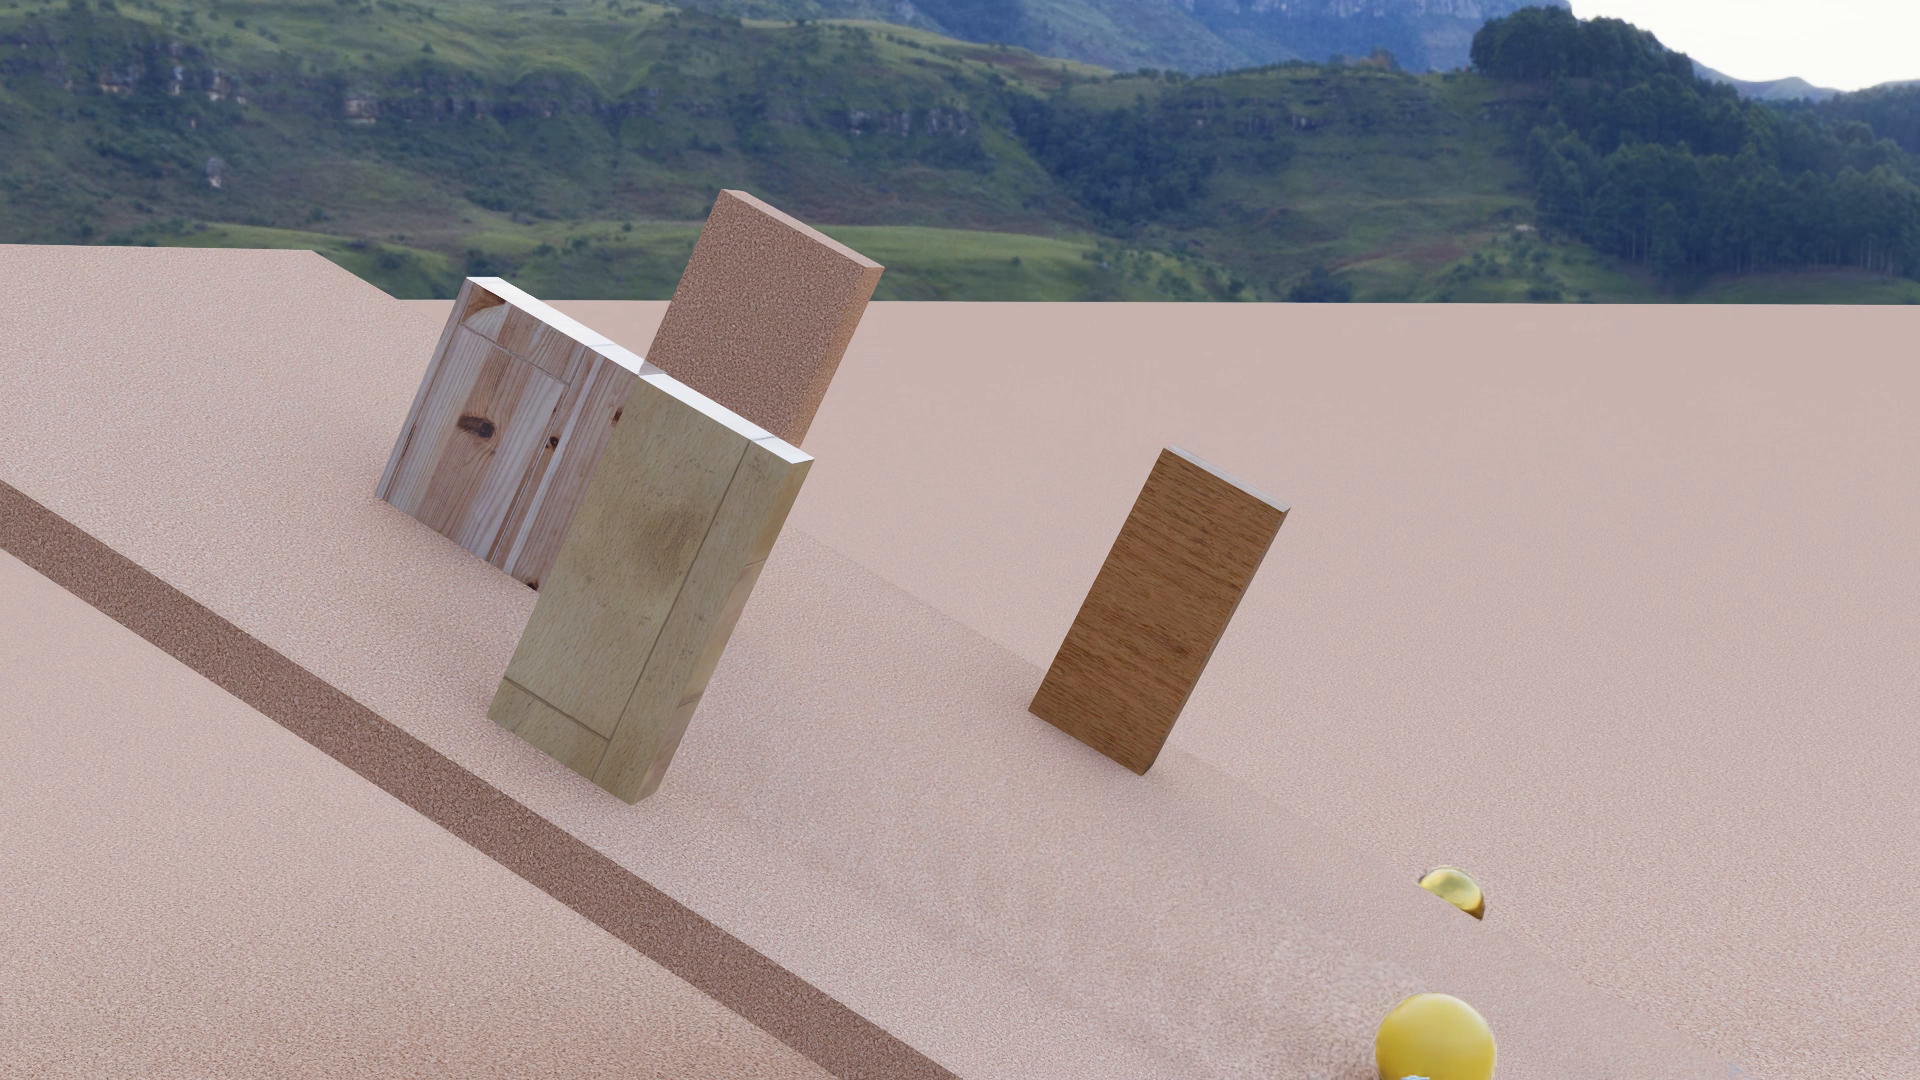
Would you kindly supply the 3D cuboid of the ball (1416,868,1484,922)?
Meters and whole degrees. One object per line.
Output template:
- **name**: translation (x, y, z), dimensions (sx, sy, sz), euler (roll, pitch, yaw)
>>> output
- **ball**: translation (1.352, 1.014, 6.106), dimensions (0.205, 0.205, 0.205), euler (0, 7, 0)

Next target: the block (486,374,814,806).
- **block**: translation (-0.482, 0.077, 3.392), dimensions (0.277, 0.601, 0.093), euler (29, 14, 12)

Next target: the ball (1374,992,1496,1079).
- **ball**: translation (0.798, 0.862, 3.698), dimensions (0.199, 0.199, 0.199), euler (0, 7, 0)

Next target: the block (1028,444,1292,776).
- **block**: translation (0.422, 0.148, 4.682), dimensions (0.282, 0.644, 0.115), euler (29, 14, 12)

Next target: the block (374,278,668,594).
- **block**: translation (-0.818, -0.196, 4.087), dimensions (0.388, 0.453, 0.119), euler (29, 14, 12)

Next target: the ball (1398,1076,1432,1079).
- **ball**: translation (0.715, 0.917, 3.435), dimensions (0.155, 0.155, 0.155), euler (0, 7, 0)

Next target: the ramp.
- **ramp**: translation (-0.235, 0.394, 4.155), dimensions (4.000, 0.100, 2.000), euler (29, 14, 12)

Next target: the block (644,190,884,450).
- **block**: translation (-0.467, -0.264, 4.313), dimensions (0.328, 0.768, 0.109), euler (29, 14, 12)
